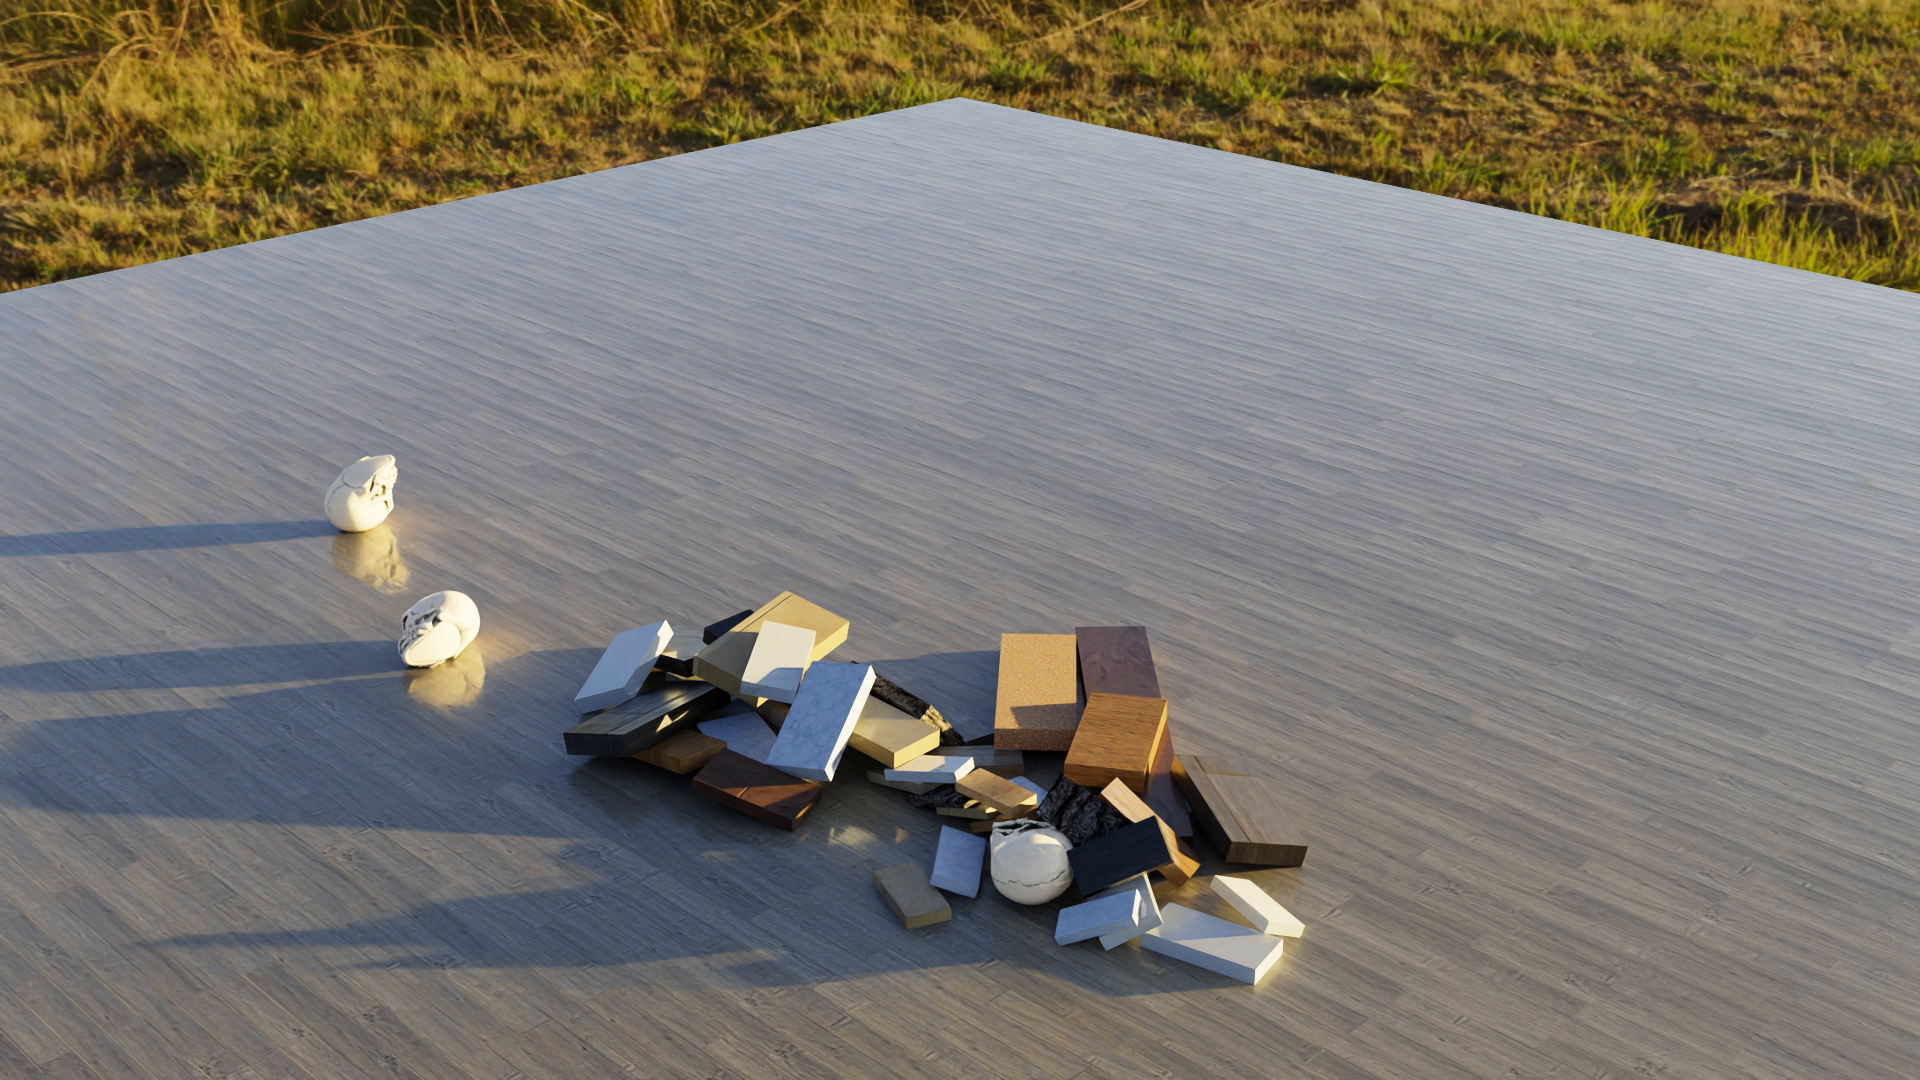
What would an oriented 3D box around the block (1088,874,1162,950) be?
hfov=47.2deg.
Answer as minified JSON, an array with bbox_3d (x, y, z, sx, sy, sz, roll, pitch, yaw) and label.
[{"bbox_3d":[0.287,0.624,4.164,0.115,0.033,0.397,-27,26,6],"label":"block"}]

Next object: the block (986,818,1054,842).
[{"bbox_3d":[0.126,0.564,4.324,0.073,0.021,0.146,-23,5,-41],"label":"block"}]

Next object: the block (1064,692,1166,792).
[{"bbox_3d":[0.328,0.418,4.597,0.164,0.046,0.328,5,24,12],"label":"block"}]

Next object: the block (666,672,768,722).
[{"bbox_3d":[-0.512,0.334,4.923,0.284,0.040,0.142,21,31,40],"label":"block"}]

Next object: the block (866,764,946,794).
[{"bbox_3d":[-0.107,0.487,4.541,0.082,0.023,0.164,-21,19,-39],"label":"block"}]

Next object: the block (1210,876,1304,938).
[{"bbox_3d":[0.551,0.680,4.084,0.089,0.025,0.177,13,13,-33],"label":"block"}]

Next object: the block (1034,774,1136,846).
[{"bbox_3d":[0.241,0.529,4.150,0.181,0.090,0.026,33,-7,15],"label":"block"}]

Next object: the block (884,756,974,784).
[{"bbox_3d":[-0.063,0.468,4.495,0.164,0.023,0.082,-1,17,28],"label":"block"}]

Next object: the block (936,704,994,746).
[{"bbox_3d":[0.001,0.407,4.773,0.078,0.022,0.156,-15,27,-31],"label":"block"}]

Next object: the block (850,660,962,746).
[{"bbox_3d":[-0.125,0.358,4.748,0.276,0.138,0.039,26,73,46],"label":"block"}]

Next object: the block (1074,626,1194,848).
[{"bbox_3d":[0.363,0.412,4.731,0.164,0.046,0.960,0,23,-1],"label":"block"}]

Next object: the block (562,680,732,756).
[{"bbox_3d":[-0.668,0.381,4.719,0.172,0.049,0.345,-2,14,34],"label":"block"}]

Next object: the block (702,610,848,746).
[{"bbox_3d":[-0.362,0.298,4.815,0.455,0.038,0.134,33,38,32],"label":"block"}]

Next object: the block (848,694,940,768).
[{"bbox_3d":[-0.187,0.389,4.609,0.268,0.038,0.134,23,32,37],"label":"block"}]

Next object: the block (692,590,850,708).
[{"bbox_3d":[-0.412,0.234,4.817,0.172,0.049,0.345,25,34,21],"label":"block"}]

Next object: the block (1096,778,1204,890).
[{"bbox_3d":[0.359,0.560,4.208,0.230,0.033,0.115,43,20,8],"label":"block"}]

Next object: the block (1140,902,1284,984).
[{"bbox_3d":[0.456,0.731,3.995,0.230,0.033,0.115,14,27,30],"label":"block"}]

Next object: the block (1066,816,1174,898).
[{"bbox_3d":[0.297,0.589,4.087,0.181,0.090,0.026,-24,-23,10],"label":"block"}]

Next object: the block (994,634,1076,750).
[{"bbox_3d":[0.171,0.332,4.883,0.172,0.049,0.521,1,20,3],"label":"block"}]

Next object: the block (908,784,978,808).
[{"bbox_3d":[-0.018,0.515,4.447,0.082,0.023,0.164,-21,11,-40],"label":"block"}]

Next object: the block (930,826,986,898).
[{"bbox_3d":[-0.003,0.619,4.235,0.090,0.026,0.181,18,23,-2],"label":"block"}]

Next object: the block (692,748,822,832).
[{"bbox_3d":[-0.411,0.505,4.458,0.233,0.033,0.117,20,37,19],"label":"block"}]

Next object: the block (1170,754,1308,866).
[{"bbox_3d":[0.551,0.535,4.377,0.164,0.046,0.328,6,23,-18],"label":"block"}]

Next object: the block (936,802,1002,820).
[{"bbox_3d":[0.028,0.534,4.421,0.074,0.021,0.148,-22,14,-41],"label":"block"}]

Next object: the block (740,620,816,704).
[{"bbox_3d":[-0.388,0.260,4.707,0.117,0.033,0.233,12,32,1],"label":"block"}]

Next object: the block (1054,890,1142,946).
[{"bbox_3d":[0.252,0.689,4.014,0.156,0.022,0.078,-19,25,21],"label":"block"}]

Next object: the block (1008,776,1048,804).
[{"bbox_3d":[0.142,0.531,4.481,0.078,0.022,0.156,-16,28,-33],"label":"block"}]

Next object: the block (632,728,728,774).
[{"bbox_3d":[-0.601,0.437,4.627,0.117,0.033,0.233,-19,18,-36],"label":"block"}]

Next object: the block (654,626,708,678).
[{"bbox_3d":[-0.635,0.253,5.028,0.142,0.040,0.284,-19,17,-33],"label":"block"}]

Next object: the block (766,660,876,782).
[{"bbox_3d":[-0.288,0.373,4.567,0.138,0.039,0.276,3,48,24],"label":"block"}]

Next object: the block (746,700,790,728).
[{"bbox_3d":[-0.370,0.348,4.808,0.284,0.040,0.142,33,38,32],"label":"block"}]

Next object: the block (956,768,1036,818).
[{"bbox_3d":[0.071,0.500,4.358,0.149,0.021,0.074,21,31,37],"label":"block"}]

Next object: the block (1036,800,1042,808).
[{"bbox_3d":[0.230,0.522,4.278,0.146,0.021,0.073,-1,-10,38],"label":"block"}]

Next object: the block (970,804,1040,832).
[{"bbox_3d":[0.096,0.550,4.351,0.074,0.021,0.148,-23,5,-42],"label":"block"}]

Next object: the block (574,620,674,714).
[{"bbox_3d":[-0.752,0.283,4.933,0.134,0.038,0.268,-15,26,23],"label":"block"}]

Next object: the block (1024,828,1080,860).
[{"bbox_3d":[0.200,0.578,4.271,0.146,0.021,0.073,-17,27,34],"label":"block"}]

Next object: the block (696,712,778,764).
[{"bbox_3d":[-0.448,0.450,4.649,0.138,0.039,0.276,-10,25,-23],"label":"block"}]

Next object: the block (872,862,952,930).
[{"bbox_3d":[-0.092,0.670,4.150,0.089,0.025,0.177,-9,25,-21],"label":"block"}]

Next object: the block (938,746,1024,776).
[{"bbox_3d":[0.042,0.465,4.632,0.177,0.025,0.089,-1,23,-3],"label":"block"}]
